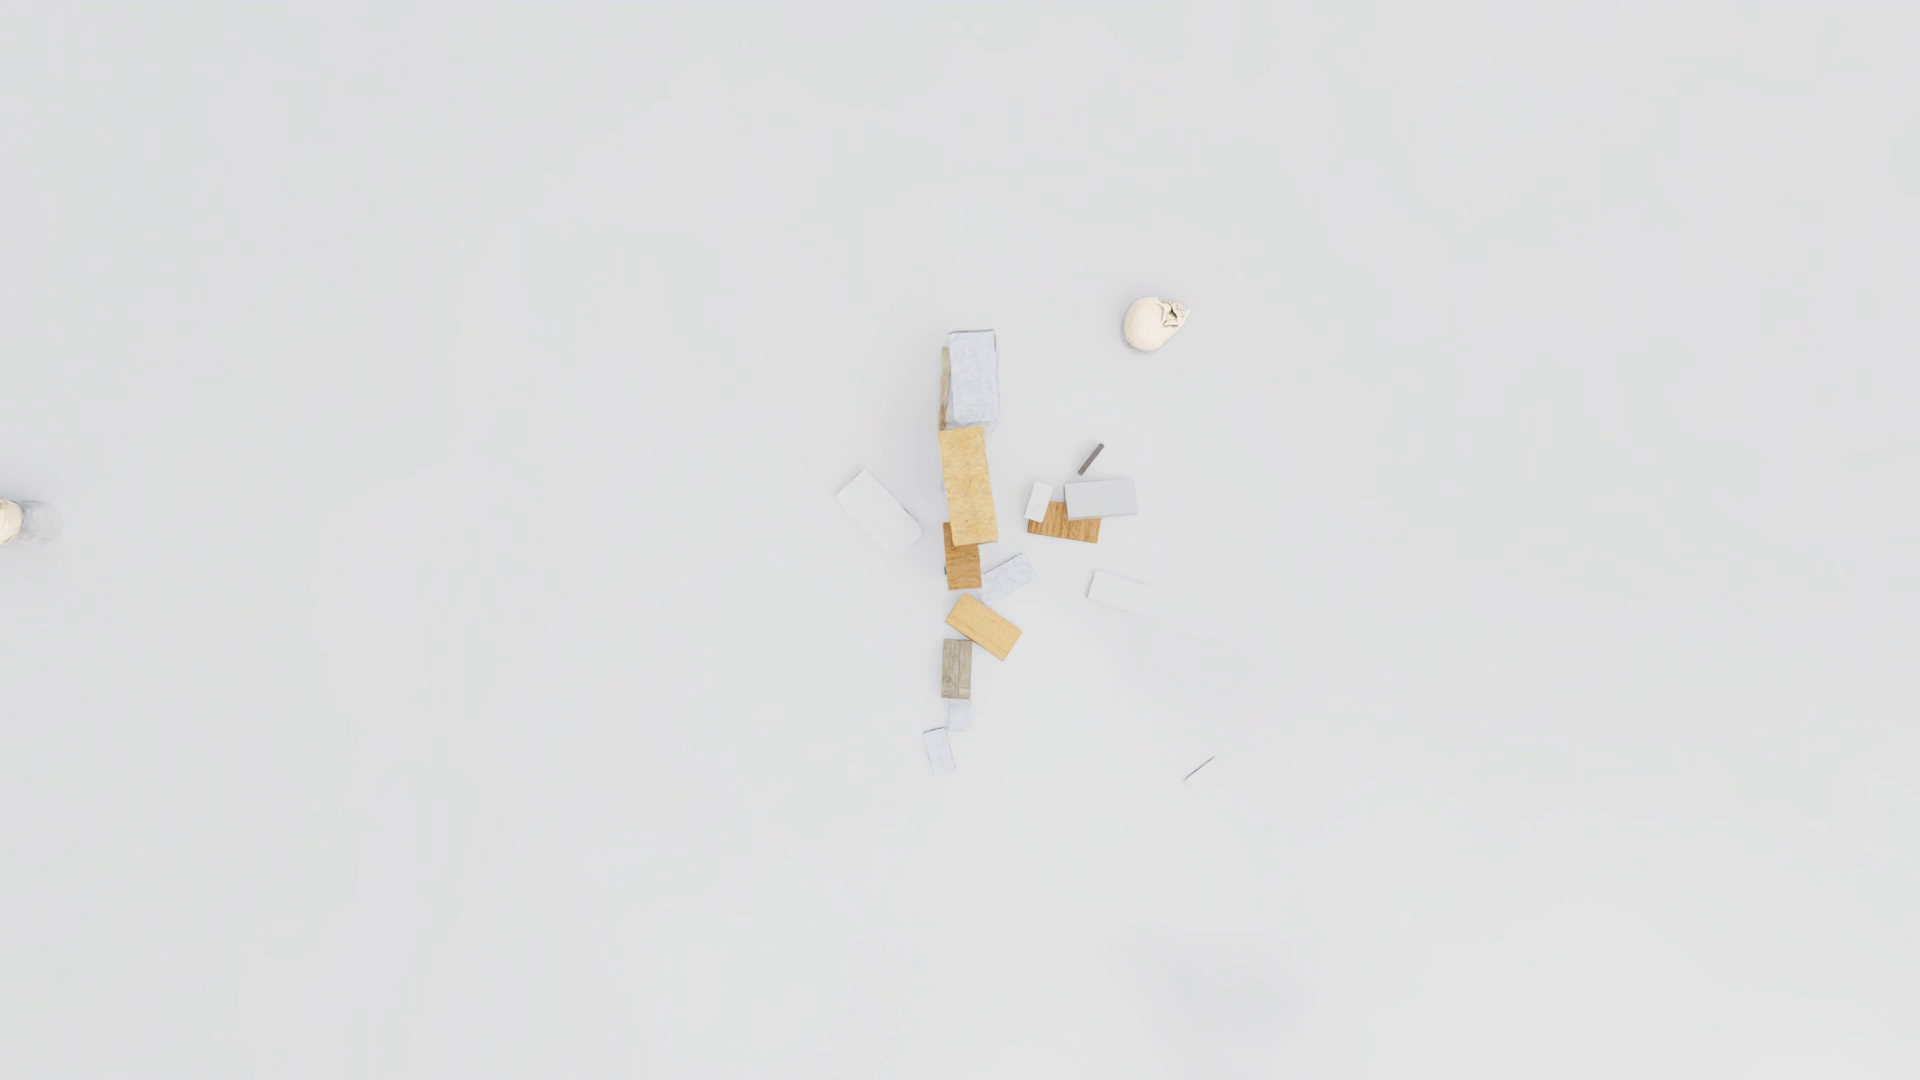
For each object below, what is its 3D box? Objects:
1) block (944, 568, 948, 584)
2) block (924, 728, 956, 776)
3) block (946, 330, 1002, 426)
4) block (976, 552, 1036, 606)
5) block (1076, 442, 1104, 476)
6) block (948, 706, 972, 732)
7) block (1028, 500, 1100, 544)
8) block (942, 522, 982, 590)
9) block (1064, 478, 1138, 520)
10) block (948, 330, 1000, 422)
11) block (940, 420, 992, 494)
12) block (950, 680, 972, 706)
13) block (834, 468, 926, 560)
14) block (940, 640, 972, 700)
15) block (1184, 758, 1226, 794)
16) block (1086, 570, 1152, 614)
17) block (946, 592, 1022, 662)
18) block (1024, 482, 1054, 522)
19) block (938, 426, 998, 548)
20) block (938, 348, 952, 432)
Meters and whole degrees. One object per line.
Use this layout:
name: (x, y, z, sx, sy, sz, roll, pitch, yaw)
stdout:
block: (0.004, 0.113, 5.390, 0.109, 0.218, 0.031, -7, 94, 0)
block: (-0.068, 0.704, 5.490, 0.073, 0.021, 0.147, -15, 90, 0)
block: (0.043, -0.526, 5.353, 0.148, 0.042, 0.295, 7, 95, -3)
block: (0.148, 0.132, 5.486, 0.193, 0.027, 0.096, -29, 90, 0)
block: (0.432, -0.266, 5.469, 0.018, 0.063, 0.126, 38, 90, 0)
block: (0.002, 0.564, 5.490, 0.073, 0.021, 0.147, 2, 90, 0)
block: (0.349, -0.064, 5.483, 0.233, 0.033, 0.117, 9, 90, 0)
block: (0.007, 0.048, 5.264, 0.109, 0.031, 0.218, -5, 89, 0)
block: (0.466, -0.134, 5.459, 0.233, 0.033, 0.117, -5, 73, -4)
block: (0.047, -0.524, 5.277, 0.144, 0.041, 0.287, -3, 105, 6)
block: (0.022, -0.293, 5.439, 0.148, 0.042, 0.295, 6, 104, -2)
block: (0.000, 0.474, 5.472, 0.073, 0.021, 0.147, -2, 77, -1)
block: (-0.267, -0.084, 5.480, 0.144, 0.041, 0.287, -44, 90, 0)
block: (-0.011, 0.428, 5.455, 0.096, 0.027, 0.193, 2, 71, 1)
block: (0.816, 0.786, 5.491, 0.126, 0.018, 0.063, -37, 90, 0)
block: (0.529, 0.174, 5.486, 0.193, 0.027, 0.096, 17, 90, 0)
block: (0.078, 0.289, 5.470, 0.233, 0.033, 0.117, 34, 76, 0)
block: (0.261, -0.126, 5.458, 0.063, 0.018, 0.126, 18, 90, 0)
block: (0.026, -0.169, 5.249, 0.144, 0.041, 0.375, -8, 80, -1)
block: (0.007, -0.480, 5.432, 0.148, 0.042, 0.295, 3, 106, -1)
